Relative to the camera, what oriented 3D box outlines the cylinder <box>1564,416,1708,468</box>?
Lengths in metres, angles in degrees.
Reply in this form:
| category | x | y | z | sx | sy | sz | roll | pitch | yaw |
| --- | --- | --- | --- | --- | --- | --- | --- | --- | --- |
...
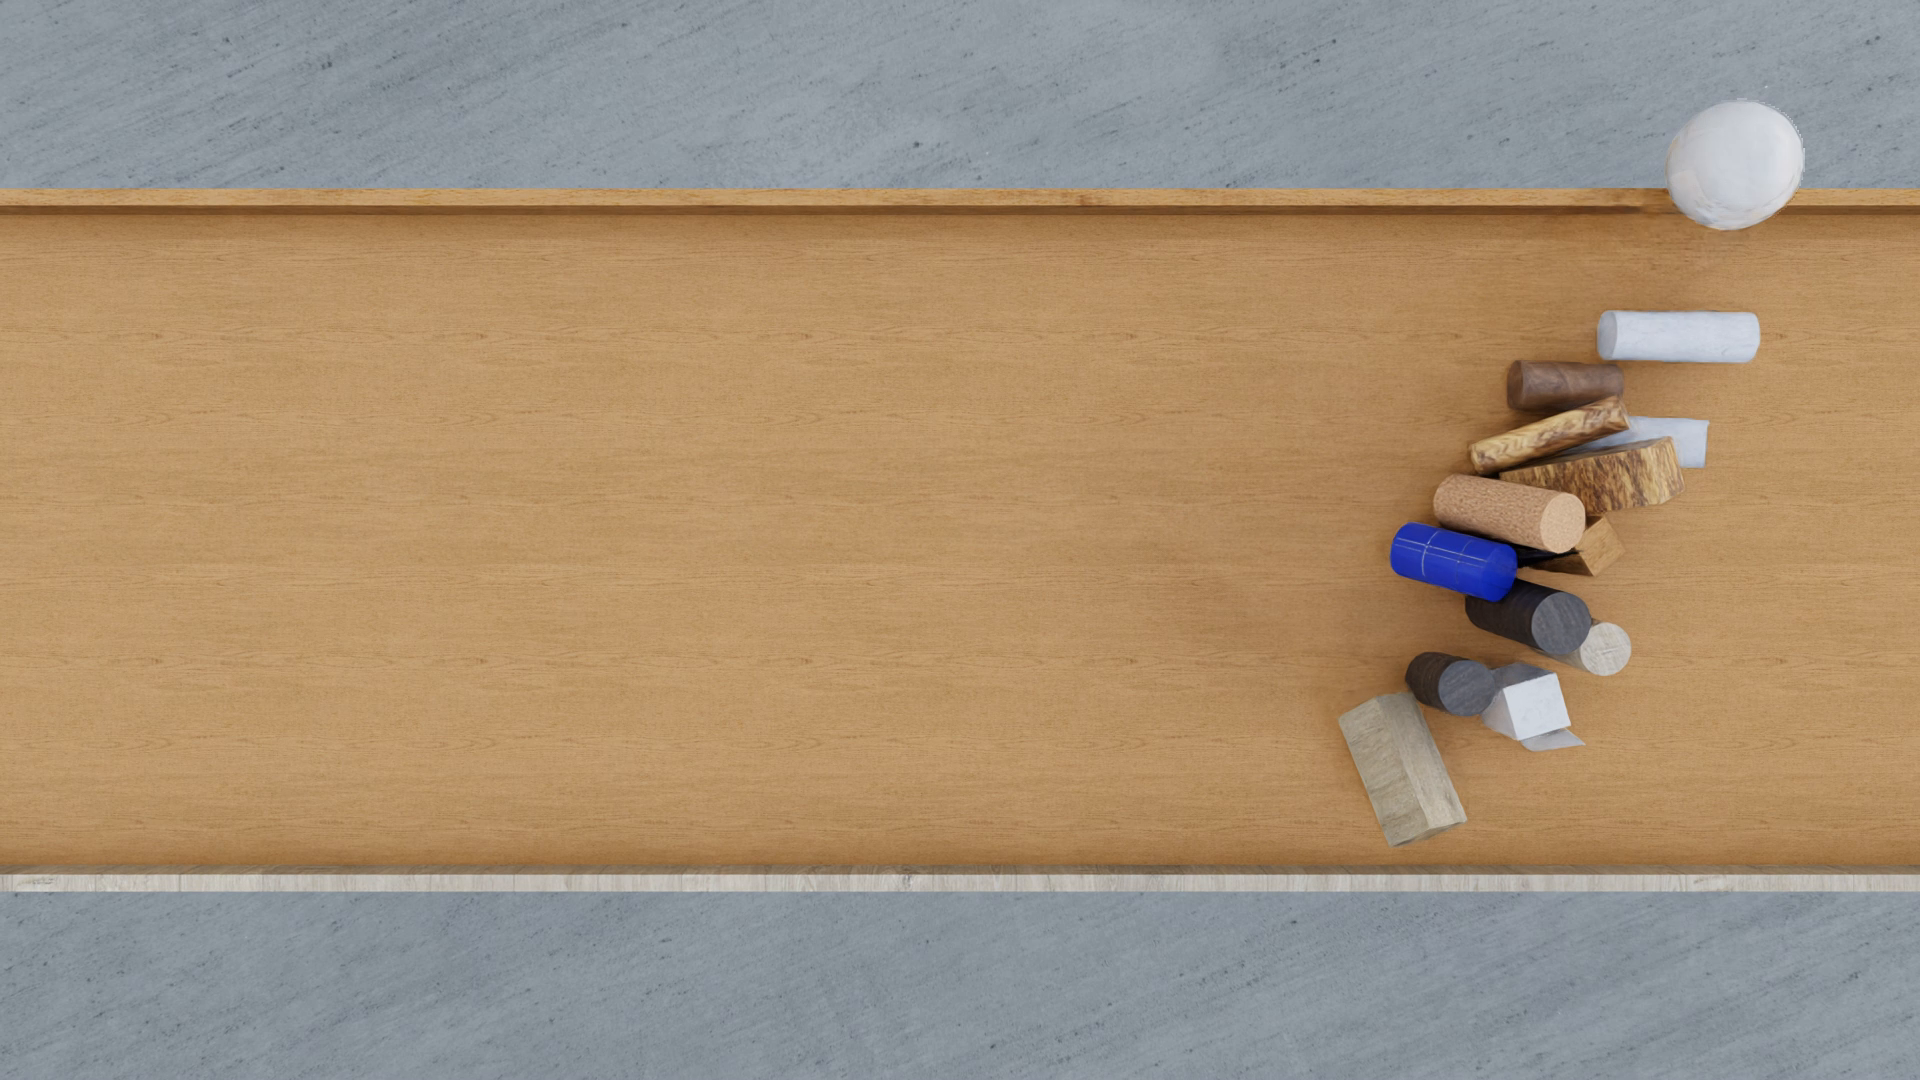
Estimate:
| category | x | y | z | sx | sy | sz | roll | pitch | yaw |
| --- | --- | --- | --- | --- | --- | --- | --- | --- | --- |
| cylinder | 2.016 | -0.296 | 4.927 | 0.388 | 0.144 | 0.144 | 5 | 90 | 26 |

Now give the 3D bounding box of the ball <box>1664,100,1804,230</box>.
| category | x | y | z | sx | sy | sz | roll | pitch | yaw |
| --- | --- | --- | --- | --- | --- | --- | --- | --- | --- |
| ball | 2.223 | -1.076 | 4.745 | 0.362 | 0.362 | 0.362 | 0 | 90 | 0 |

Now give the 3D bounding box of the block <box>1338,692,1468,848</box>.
| category | x | y | z | sx | sy | sz | roll | pitch | yaw |
| --- | --- | --- | --- | --- | --- | --- | --- | --- | --- |
| block | 1.310 | 0.678 | 4.894 | 0.169 | 0.169 | 0.410 | -3 | 65 | -36 |

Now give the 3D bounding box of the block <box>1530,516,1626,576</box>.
| category | x | y | z | sx | sy | sz | roll | pitch | yaw |
| --- | --- | --- | --- | --- | --- | --- | --- | --- | --- |
| block | 1.801 | 0.010 | 4.893 | 0.125 | 0.338 | 0.125 | -36 | 99 | -7 |

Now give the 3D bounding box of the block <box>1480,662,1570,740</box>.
| category | x | y | z | sx | sy | sz | roll | pitch | yaw |
| --- | --- | --- | --- | --- | --- | --- | --- | --- | --- |
| block | 1.667 | 0.478 | 4.922 | 0.159 | 0.304 | 0.159 | -16 | 92 | 0 |

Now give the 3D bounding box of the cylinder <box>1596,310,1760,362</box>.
| category | x | y | z | sx | sy | sz | roll | pitch | yaw |
| --- | --- | --- | --- | --- | --- | --- | --- | --- | --- |
| cylinder | 2.171 | -0.618 | 4.995 | 0.429 | 0.153 | 0.153 | 1 | 90 | -1 |

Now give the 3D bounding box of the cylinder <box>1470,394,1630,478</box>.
| category | x | y | z | sx | sy | sz | roll | pitch | yaw |
| --- | --- | --- | --- | --- | --- | --- | --- | --- | --- |
| cylinder | 1.756 | -0.308 | 4.917 | 0.443 | 0.108 | 0.108 | -20 | 90 | 29 |

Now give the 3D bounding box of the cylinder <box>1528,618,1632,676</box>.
| category | x | y | z | sx | sy | sz | roll | pitch | yaw |
| --- | --- | --- | --- | --- | --- | --- | --- | --- | --- |
| cylinder | 1.821 | 0.296 | 4.879 | 0.151 | 0.380 | 0.151 | 0 | 95 | -4 |

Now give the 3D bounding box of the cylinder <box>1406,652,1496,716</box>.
| category | x | y | z | sx | sy | sz | roll | pitch | yaw |
| --- | --- | --- | --- | --- | --- | --- | --- | --- | --- |
| cylinder | 1.455 | 0.425 | 4.907 | 0.165 | 0.337 | 0.165 | 0 | 90 | 0 |

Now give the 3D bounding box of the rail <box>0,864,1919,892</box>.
| category | x | y | z | sx | sy | sz | roll | pitch | yaw |
| --- | --- | --- | --- | --- | --- | --- | --- | --- | --- |
| rail | -2.247 | 1.025 | 5.001 | 12.000 | 0.150 | 0.050 | 0 | 90 | 0 |

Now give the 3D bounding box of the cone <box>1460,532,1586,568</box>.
| category | x | y | z | sx | sy | sz | roll | pitch | yaw |
| --- | --- | --- | --- | --- | --- | --- | --- | --- | --- |
| cone | 1.659 | 0.039 | 4.843 | 0.153 | 0.448 | 0.153 | 1 | 87 | -28 |

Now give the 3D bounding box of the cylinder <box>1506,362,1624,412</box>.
| category | x | y | z | sx | sy | sz | roll | pitch | yaw |
| --- | --- | --- | --- | --- | --- | --- | --- | --- | --- |
| cylinder | 1.832 | -0.462 | 5.001 | 0.301 | 0.151 | 0.151 | 2 | 90 | 0 |

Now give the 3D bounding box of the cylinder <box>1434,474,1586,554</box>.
| category | x | y | z | sx | sy | sz | roll | pitch | yaw |
| --- | --- | --- | --- | --- | --- | --- | --- | --- | --- |
| cylinder | 1.608 | -0.082 | 4.845 | 0.172 | 0.433 | 0.172 | -5 | 101 | -26 |

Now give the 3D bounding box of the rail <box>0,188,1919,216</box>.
| category | x | y | z | sx | sy | sz | roll | pitch | yaw |
| --- | --- | --- | --- | --- | --- | --- | --- | --- | --- |
| rail | -2.247 | -1.025 | 5.002 | 12.000 | 0.150 | 0.050 | 0 | 90 | 0 |

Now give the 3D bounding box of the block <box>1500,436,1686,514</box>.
| category | x | y | z | sx | sy | sz | roll | pitch | yaw |
| --- | --- | --- | --- | --- | --- | --- | --- | --- | --- |
| block | 1.852 | -0.173 | 4.846 | 0.162 | 0.460 | 0.162 | -20 | 96 | -42 |

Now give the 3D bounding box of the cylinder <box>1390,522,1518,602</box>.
| category | x | y | z | sx | sy | sz | roll | pitch | yaw |
| --- | --- | --- | --- | --- | --- | --- | --- | --- | --- |
| cylinder | 1.463 | 0.061 | 4.898 | 0.171 | 0.324 | 0.171 | -12 | 110 | -36 |

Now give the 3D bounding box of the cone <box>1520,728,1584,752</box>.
| category | x | y | z | sx | sy | sz | roll | pitch | yaw |
| --- | --- | --- | --- | --- | --- | --- | --- | --- | --- |
| cone | 1.778 | 0.585 | 4.876 | 0.126 | 0.397 | 0.126 | 0 | 89 | 0 |

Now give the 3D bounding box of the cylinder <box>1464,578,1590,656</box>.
| category | x | y | z | sx | sy | sz | roll | pitch | yaw |
| --- | --- | --- | --- | --- | --- | --- | --- | --- | --- |
| cylinder | 1.664 | 0.213 | 4.854 | 0.179 | 0.419 | 0.179 | -1 | 96 | -8 |
